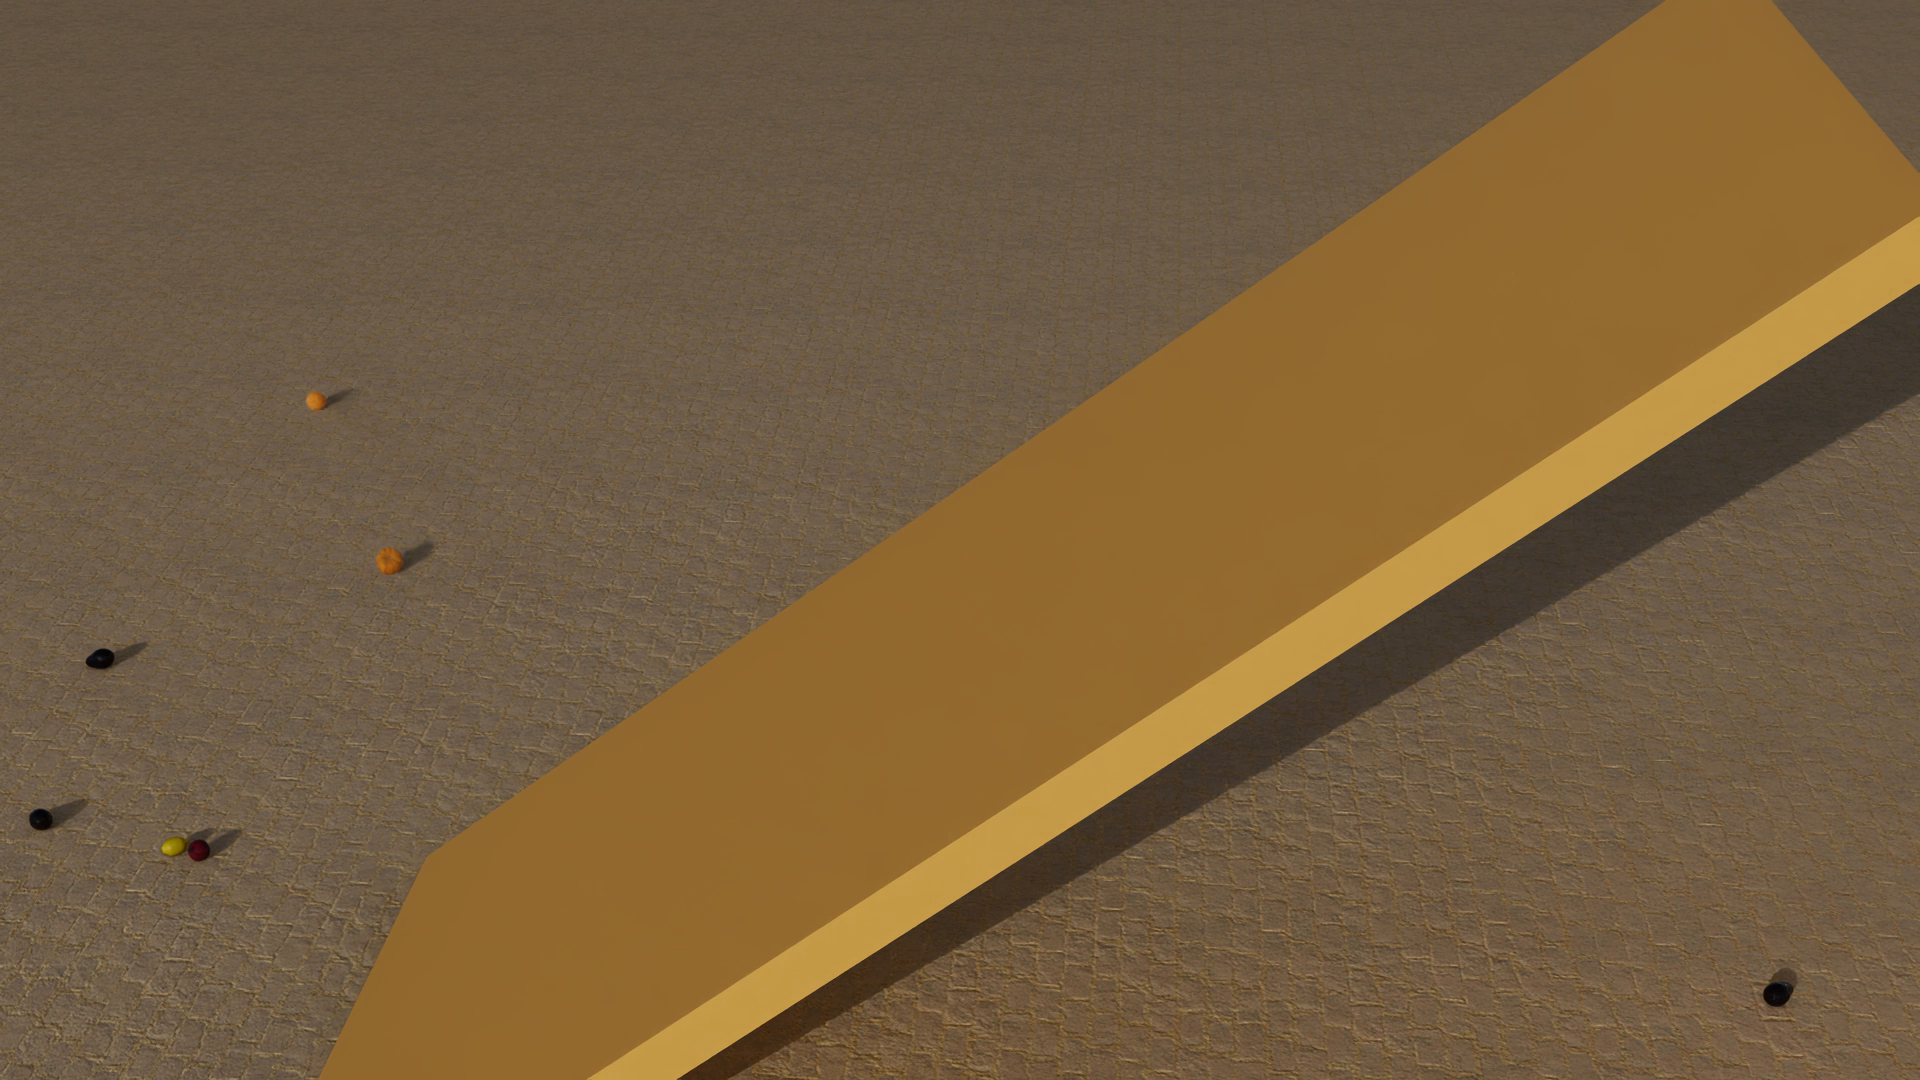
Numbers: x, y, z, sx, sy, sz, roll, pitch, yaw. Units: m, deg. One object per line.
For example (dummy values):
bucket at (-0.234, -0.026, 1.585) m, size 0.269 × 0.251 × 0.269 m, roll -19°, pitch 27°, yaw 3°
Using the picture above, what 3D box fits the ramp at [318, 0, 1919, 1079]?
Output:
ramp at (0.128, 0.180, 6.324) m, size 4.000 × 0.100 × 2.000 m, roll -34°, pitch 16°, yaw 17°
